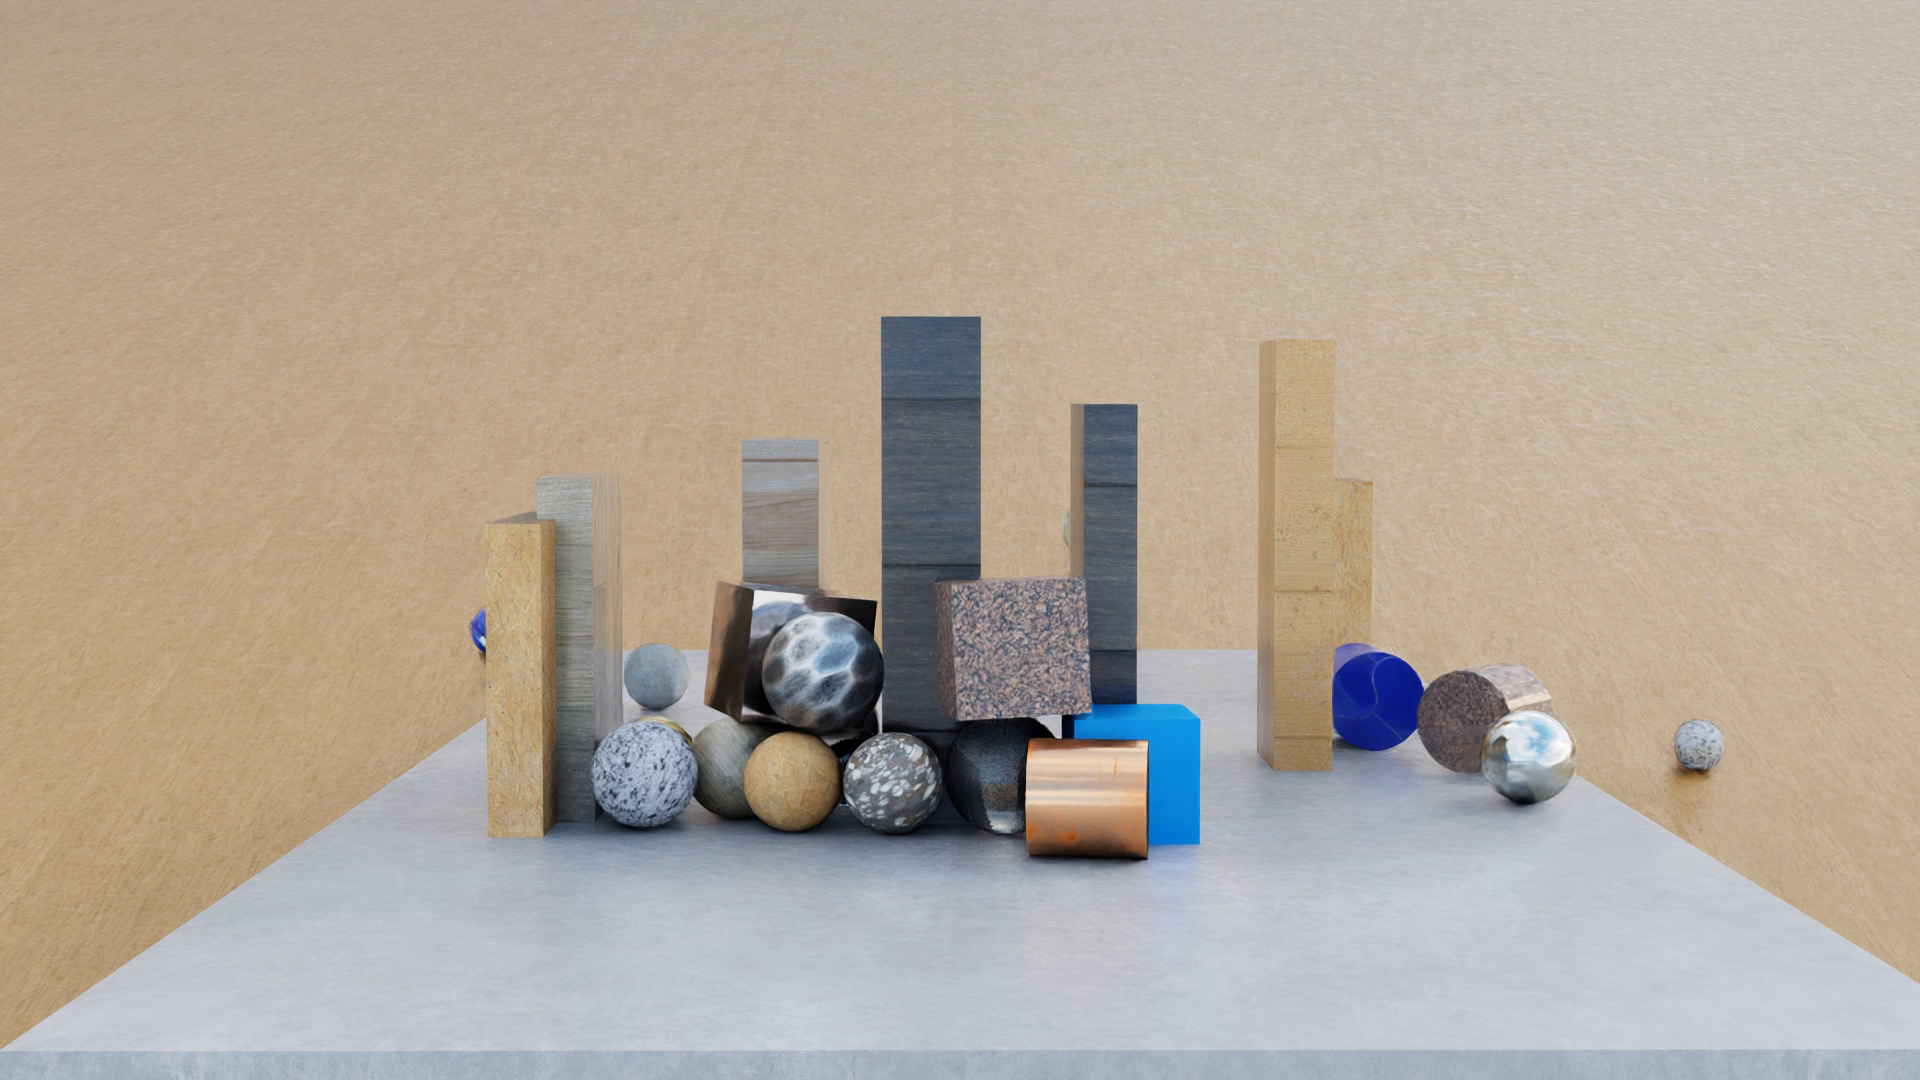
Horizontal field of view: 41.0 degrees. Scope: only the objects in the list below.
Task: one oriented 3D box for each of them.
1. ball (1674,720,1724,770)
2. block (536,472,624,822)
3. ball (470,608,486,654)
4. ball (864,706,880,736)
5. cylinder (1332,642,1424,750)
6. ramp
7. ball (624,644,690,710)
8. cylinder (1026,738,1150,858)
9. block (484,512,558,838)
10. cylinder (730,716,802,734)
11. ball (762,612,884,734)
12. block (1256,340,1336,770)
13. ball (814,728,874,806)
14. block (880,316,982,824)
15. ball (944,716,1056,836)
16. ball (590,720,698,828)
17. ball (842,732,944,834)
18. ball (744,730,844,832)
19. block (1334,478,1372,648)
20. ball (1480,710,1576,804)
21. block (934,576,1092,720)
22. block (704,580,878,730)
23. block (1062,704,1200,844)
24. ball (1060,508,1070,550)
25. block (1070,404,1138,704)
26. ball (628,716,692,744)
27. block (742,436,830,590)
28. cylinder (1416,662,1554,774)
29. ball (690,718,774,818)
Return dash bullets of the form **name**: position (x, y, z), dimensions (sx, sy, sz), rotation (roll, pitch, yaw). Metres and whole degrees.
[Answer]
- **ball**: position (1.750, 0.487, 6.085), dimensions (0.118, 0.118, 0.118), rotation (0, 21, 0)
- **block**: position (-0.594, 0.158, 4.041), dimensions (0.084, 0.521, 0.334), rotation (0, 3, 0)
- **ball**: position (-1.215, 0.237, 6.721), dimensions (0.130, 0.130, 0.130), rotation (0, 21, 0)
- **ball**: position (-0.232, 0.307, 4.230), dimensions (0.201, 0.201, 0.201), rotation (0, 21, 0)
- **cylinder**: position (0.753, 0.288, 4.758), dimensions (0.180, 0.180, 0.180), rotation (-1, 3, -2)
- **ramp**: position (0.049, 0.441, 4.532), dimensions (2.000, 0.100, 4.000), rotation (0, 3, 0)
- **ball**: position (-0.625, 0.281, 5.294), dimensions (0.135, 0.135, 0.135), rotation (0, 21, 0)
- **cylinder**: position (0.180, 0.361, 3.594), dimensions (0.165, 0.165, 0.165), rotation (0, 21, 6)
- **block**: position (-0.650, 0.195, 3.941), dimensions (0.081, 0.459, 0.397), rotation (0, 3, 0)
- **cylinder**: position (-0.319, 0.344, 4.078), dimensions (0.146, 0.146, 0.146), rotation (7, 5, 18)
- **ball**: position (-0.204, 0.198, 3.822), dimensions (0.183, 0.183, 0.183), rotation (0, 21, 0)
- **block**: position (0.589, 0.021, 4.520), dimensions (0.101, 0.740, 0.242), rotation (0, 3, 0)
- **ball**: position (-0.184, 0.351, 4.041), dimensions (0.134, 0.134, 0.134), rotation (0, 21, 0)
- **block**: position (-0.043, 0.037, 4.035), dimensions (0.149, 0.762, 0.384), rotation (0, 3, 0)
- **ball**: position (0.067, 0.343, 3.777), dimensions (0.181, 0.181, 0.181), rotation (0, 21, 0)
- **ball**: position (-0.471, 0.350, 3.836), dimensions (0.160, 0.160, 0.160), rotation (0, 21, 0)
- **ball**: position (-0.098, 0.358, 3.786), dimensions (0.150, 0.150, 0.150), rotation (0, 21, 0)
- **ball**: position (-0.247, 0.358, 3.812), dimensions (0.149, 0.149, 0.149), rotation (0, 21, 0)
- **block**: position (0.821, 0.102, 5.525), dimensions (0.087, 0.464, 0.269), rotation (0, 3, 0)
- **ball**: position (0.897, 0.343, 4.057), dimensions (0.148, 0.148, 0.148), rotation (0, 21, 0)
- **block**: position (0.075, 0.155, 3.749), dimensions (0.194, 0.194, 0.194), rotation (-3, 0, -7)
- **block**: position (-0.266, 0.177, 4.002), dimensions (0.199, 0.199, 0.199), rotation (6, 2, -22)
- **block**: position (0.249, 0.342, 3.774), dimensions (0.181, 0.181, 0.181), rotation (0, 3, -4)
- **ball**: position (0.379, -0.032, 7.353), dimensions (0.181, 0.181, 0.181), rotation (0, 21, 0)
- **block**: position (0.225, 0.100, 4.076), dimensions (0.081, 0.631, 0.445), rotation (0, 3, 0)
- **ball**: position (-0.481, 0.348, 4.012), dimensions (0.144, 0.144, 0.144), rotation (0, 21, 0)
- **block**: position (-0.302, 0.106, 4.515), dimensions (0.128, 0.571, 0.393), rotation (0, 3, 0)
- **cylinder**: position (0.911, 0.307, 4.452), dimensions (0.176, 0.176, 0.176), rotation (16, 12, 35)
- **ball**: position (-0.343, 0.348, 3.928), dimensions (0.154, 0.154, 0.154), rotation (0, 21, 0)
